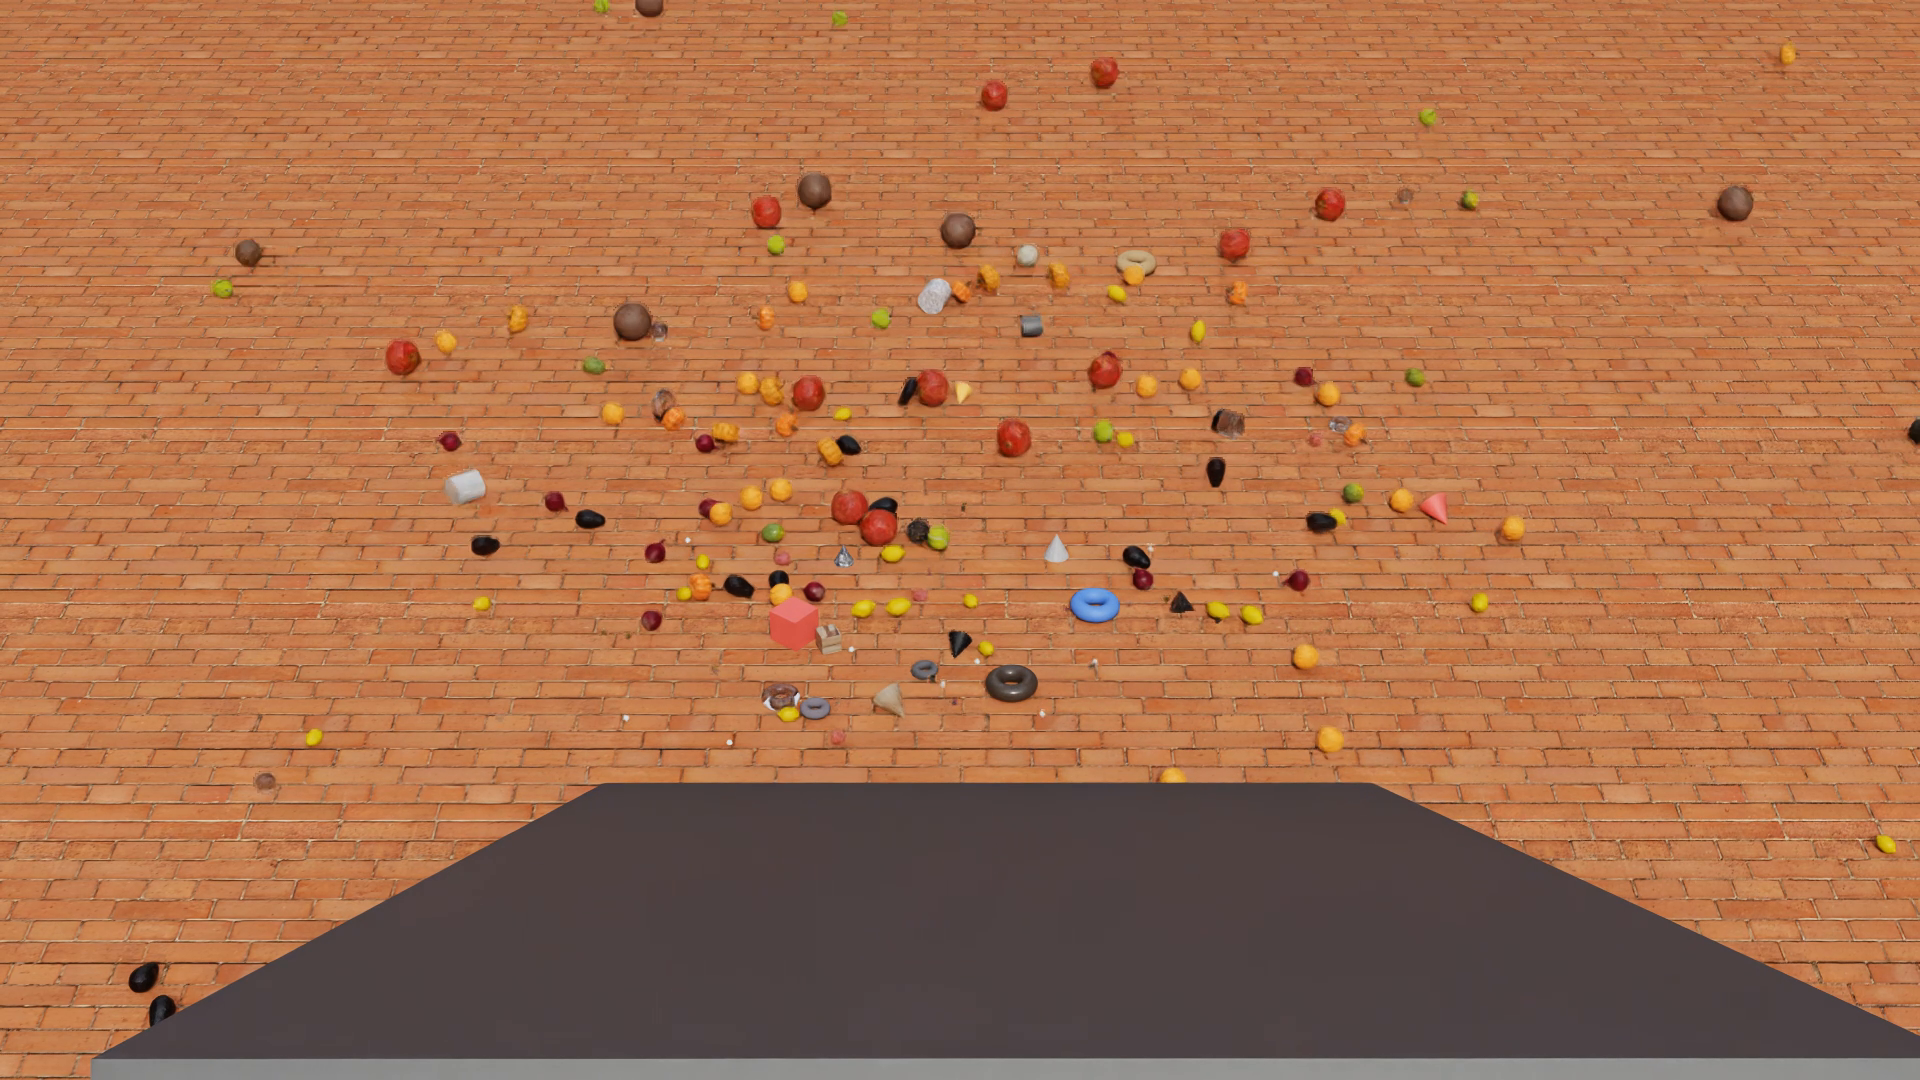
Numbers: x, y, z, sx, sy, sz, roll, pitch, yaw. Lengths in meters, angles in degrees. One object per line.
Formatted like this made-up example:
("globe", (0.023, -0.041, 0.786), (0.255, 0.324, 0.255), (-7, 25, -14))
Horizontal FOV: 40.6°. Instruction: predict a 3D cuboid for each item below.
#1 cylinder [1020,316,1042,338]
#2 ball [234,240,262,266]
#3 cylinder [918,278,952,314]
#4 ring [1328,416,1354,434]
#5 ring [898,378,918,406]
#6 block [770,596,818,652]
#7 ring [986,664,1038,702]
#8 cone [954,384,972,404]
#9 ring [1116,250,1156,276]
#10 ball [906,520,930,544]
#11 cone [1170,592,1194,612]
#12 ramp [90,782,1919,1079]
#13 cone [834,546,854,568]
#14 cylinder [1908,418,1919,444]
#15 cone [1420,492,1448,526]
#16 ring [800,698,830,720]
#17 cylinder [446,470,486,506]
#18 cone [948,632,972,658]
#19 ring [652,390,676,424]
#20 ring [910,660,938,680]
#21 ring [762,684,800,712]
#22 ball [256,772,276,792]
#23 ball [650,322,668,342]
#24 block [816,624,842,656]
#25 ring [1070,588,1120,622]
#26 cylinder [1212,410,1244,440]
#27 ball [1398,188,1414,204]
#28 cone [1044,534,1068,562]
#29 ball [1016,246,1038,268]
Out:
("cylinder", (0.246, -0.735, 8.939), (0.069, 0.069, 0.069), (-5, 33, -3))
("ball", (-2.574, -1.038, 9.379), (0.096, 0.096, 0.096), (0, 33, 0))
("cylinder", (-0.088, -0.855, 9.101), (0.094, 0.094, 0.094), (10, 34, 15))
("ring", (1.238, -0.375, 8.427), (0.083, 0.028, 0.083), (1, 34, -1))
("ring", (-0.172, -0.487, 8.542), (0.033, 0.098, 0.098), (29, 34, -6))
("block", (-0.474, 0.239, 7.423), (0.098, 0.098, 0.098), (24, 40, 32))
("ring", (0.144, 0.399, 7.225), (0.148, 0.049, 0.148), (-1, 32, 0))
("cone", (0.004, -0.475, 8.580), (0.063, 0.063, 0.063), (9, 61, 13))
("ring", (0.637, -0.999, 9.362), (0.149, 0.050, 0.149), (0, 34, 0))
("ball", (-0.128, -0.025, 7.854), (0.070, 0.070, 0.070), (0, 33, 0))
("cone", (0.658, 0.192, 7.559), (0.066, 0.066, 0.066), (26, 32, -10))
("ramp", (0.074, 0.642, 4.761), (2.000, 0.100, 4.000), (0, -1, 0))
("cone", (-0.348, 0.040, 7.762), (0.061, 0.061, 0.061), (0, 33, 0))
("cylinder", (3.103, -0.341, 8.329), (0.077, 0.077, 0.077), (-19, 37, -27))
("cone", (1.474, -0.081, 7.966), (0.091, 0.091, 0.091), (-16, 63, -23))
("ring", (-0.399, 0.464, 7.144), (0.086, 0.029, 0.086), (0, 32, 0))
("cylinder", (-1.533, -0.162, 8.044), (0.090, 0.090, 0.090), (-23, 40, -31))
("cone", (-0.008, 0.307, 7.380), (0.071, 0.071, 0.071), (9, 61, 14))
("ring", (-0.964, -0.435, 8.446), (0.037, 0.112, 0.112), (0, 30, 29))
("ring", (-0.101, 0.365, 7.298), (0.077, 0.026, 0.077), (-1, 33, 1))
("ring", (-0.496, 0.435, 7.182), (0.108, 0.036, 0.108), (-1, 32, 1))
("ball", (-1.833, 0.641, 6.851), (0.053, 0.053, 0.053), (0, 33, 0))
("ball", (-1.035, -0.715, 8.914), (0.065, 0.065, 0.065), (0, 33, 0))
("block", (-0.375, 0.283, 7.394), (0.057, 0.057, 0.057), (-13, 35, -18))
("ring", (0.393, 0.189, 7.547), (0.145, 0.048, 0.145), (1, 33, -1))
("cylinder", (0.866, -0.373, 8.379), (0.077, 0.077, 0.077), (21, 38, 28))
("ball", (1.688, -1.304, 9.821), (0.056, 0.056, 0.056), (0, 33, 0))
("cone", (0.290, 0.013, 7.788), (0.078, 0.078, 0.078), (0, 33, 0))
("ball", (0.245, -1.024, 9.371), (0.081, 0.081, 0.081), (0, 33, 0))
